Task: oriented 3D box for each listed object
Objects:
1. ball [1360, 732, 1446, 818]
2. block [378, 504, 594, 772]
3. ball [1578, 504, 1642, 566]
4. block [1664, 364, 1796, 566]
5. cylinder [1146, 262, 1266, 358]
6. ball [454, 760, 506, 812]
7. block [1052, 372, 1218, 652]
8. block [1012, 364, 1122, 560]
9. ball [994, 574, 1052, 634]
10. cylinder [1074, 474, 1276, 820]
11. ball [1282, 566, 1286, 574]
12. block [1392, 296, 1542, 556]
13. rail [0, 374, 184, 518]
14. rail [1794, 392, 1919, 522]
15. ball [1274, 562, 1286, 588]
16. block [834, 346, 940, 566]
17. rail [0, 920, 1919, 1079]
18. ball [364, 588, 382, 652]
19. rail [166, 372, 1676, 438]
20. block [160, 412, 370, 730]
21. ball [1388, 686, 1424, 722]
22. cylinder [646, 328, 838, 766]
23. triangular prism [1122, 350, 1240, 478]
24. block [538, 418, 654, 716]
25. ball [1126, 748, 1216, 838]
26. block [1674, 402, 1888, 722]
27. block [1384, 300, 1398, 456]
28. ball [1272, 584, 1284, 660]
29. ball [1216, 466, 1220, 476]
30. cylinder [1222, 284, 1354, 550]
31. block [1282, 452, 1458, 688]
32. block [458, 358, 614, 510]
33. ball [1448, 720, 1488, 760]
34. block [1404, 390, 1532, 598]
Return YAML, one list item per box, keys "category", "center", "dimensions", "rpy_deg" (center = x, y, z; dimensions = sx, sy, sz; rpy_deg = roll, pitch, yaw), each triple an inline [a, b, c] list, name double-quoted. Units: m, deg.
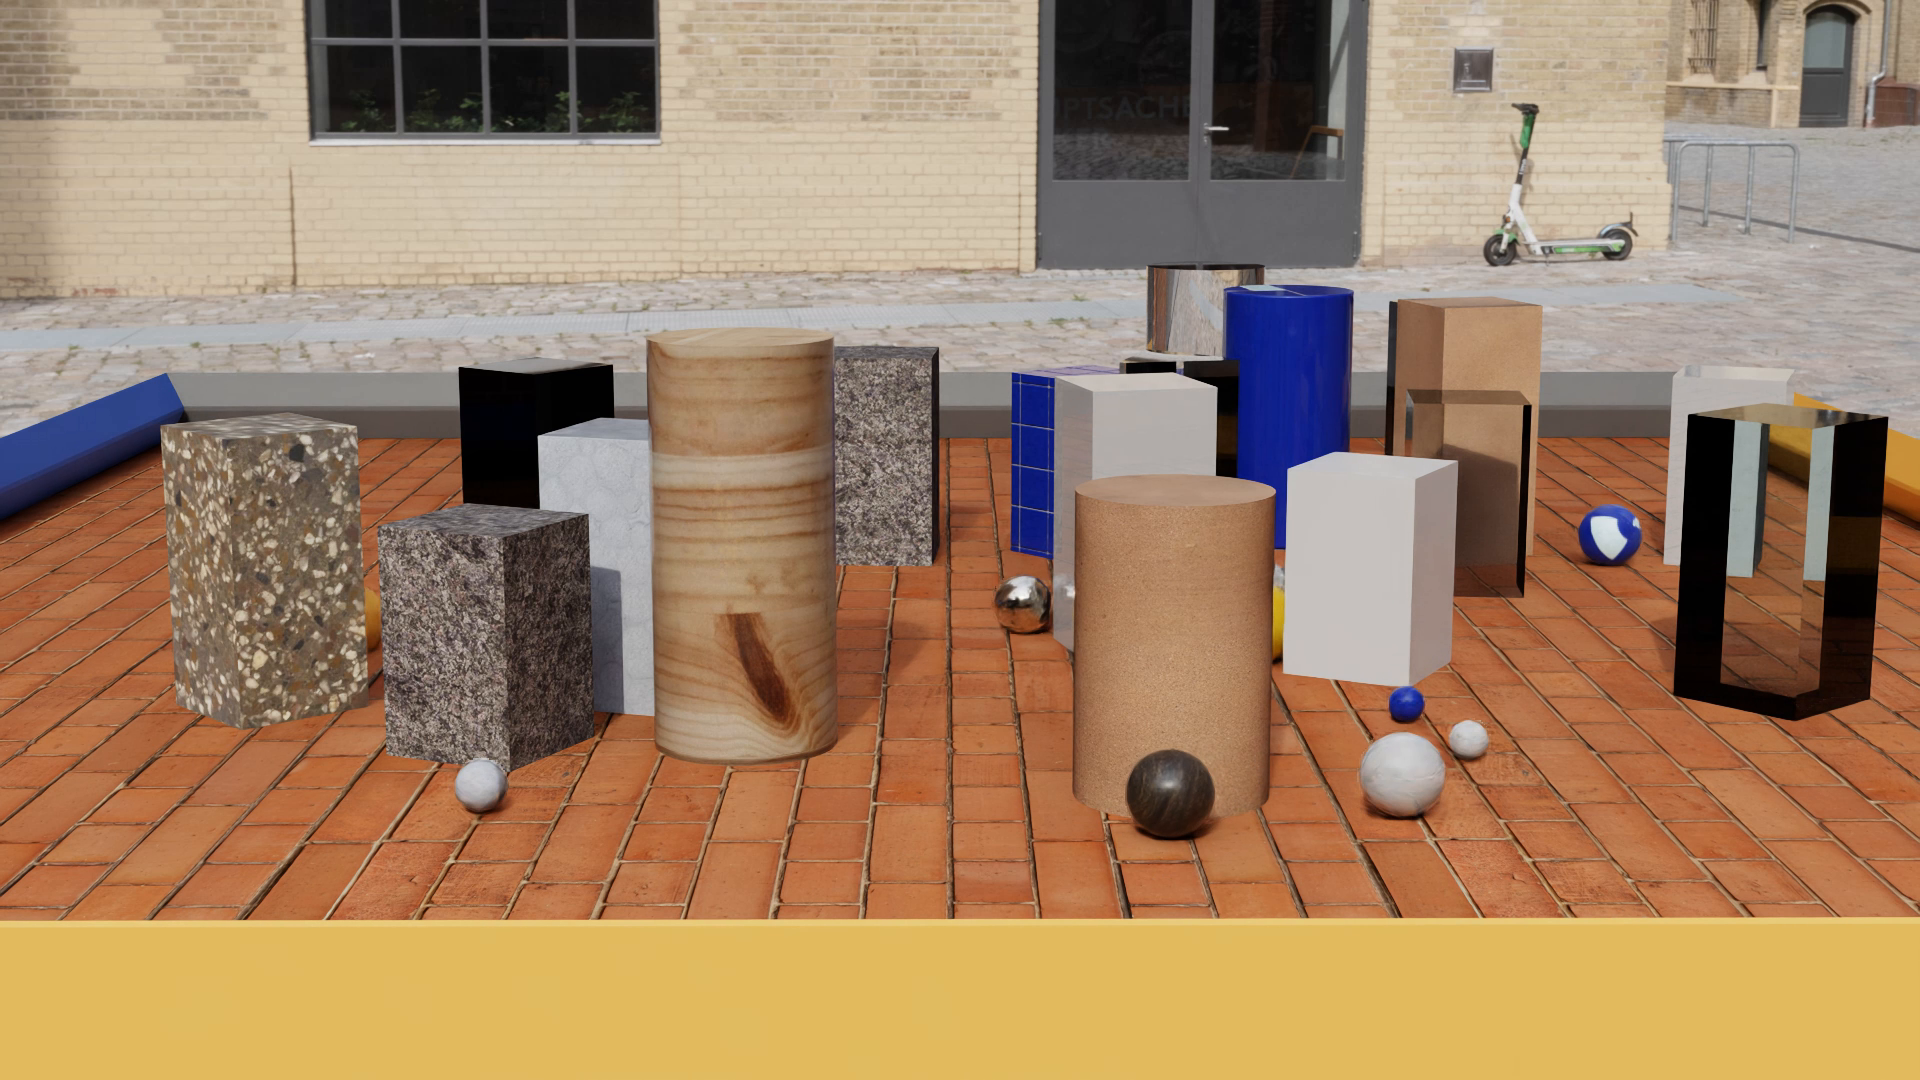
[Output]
- category: "ball"
  center: [0.434, 0.230, 2.516]
  dimensions: [0.084, 0.084, 0.084]
  rpy_deg: [0, 10, 0]
- category: "block"
  center: [-0.508, 0.101, 2.761]
  dimensions: [0.159, 0.249, 0.159]
  rpy_deg: [5, 12, 25]
- category: "ball"
  center: [0.959, -0.008, 3.780]
  dimensions: [0.092, 0.092, 0.092]
  rpy_deg: [0, 10, 0]
- category: "block"
  center: [1.144, -0.110, 3.813]
  dimensions: [0.159, 0.279, 0.159]
  rpy_deg: [4, 11, 22]
- category: "cylinder"
  center: [0.412, -0.266, 4.339]
  dimensions: [0.199, 0.395, 0.199]
  rpy_deg: [0, 10, 0]
- category: "ball"
  center: [-0.474, 0.243, 2.535]
  dimensions: [0.051, 0.051, 0.051]
  rpy_deg: [0, 10, 0]
- category: "block"
  center: [0.217, -0.030, 3.221]
  dimensions: [0.159, 0.339, 0.159]
  rpy_deg: [-3, 11, -15]
- category: "block"
  center: [0.190, -0.116, 3.869]
  dimensions: [0.159, 0.272, 0.159]
  rpy_deg: [-9, 14, -40]
- category: "ball"
  center: [0.082, 0.083, 3.330]
  dimensions: [0.076, 0.076, 0.076]
  rpy_deg: [0, 10, 0]
- category: "cylinder"
  center: [0.214, 0.103, 2.574]
  dimensions: [0.199, 0.312, 0.199]
  rpy_deg: [0, 10, 0]
- category: "ball"
  center: [0.455, 0.065, 3.454]
  dimensions: [0.068, 0.068, 0.068]
  rpy_deg: [0, 10, 0]
- category: "block"
  center: [0.764, -0.172, 3.884]
  dimensions: [0.159, 0.376, 0.159]
  rpy_deg: [-3, 11, -16]
- category: "rail"
  center: [-1.531, 0.035, 3.440]
  dimensions: [0.045, 0.129, 3.302]
  rpy_deg: [0, 10, 0]
- category: "rail"
  center: [1.531, 0.032, 3.457]
  dimensions: [0.045, 0.129, 3.302]
  rpy_deg: [0, 10, 0]
- category: "ball"
  center: [0.393, 0.065, 3.403]
  dimensions: [0.086, 0.086, 0.086]
  rpy_deg: [0, 10, 0]
- category: "block"
  center: [-0.116, -0.128, 3.835]
  dimensions: [0.159, 0.307, 0.159]
  rpy_deg: [1, 11, 4]
- category: "rail"
  center: [0.009, 0.329, 1.849]
  dimensions: [3.110, 0.129, 0.045]
  rpy_deg: [0, 10, 0]
- category: "ball"
  center: [-0.759, 0.100, 3.205]
  dimensions: [0.088, 0.088, 0.088]
  rpy_deg: [0, 10, 0]
- category: "rail"
  center: [-0.009, -0.263, 5.049]
  dimensions: [3.110, 0.129, 0.045]
  rpy_deg: [0, 10, 0]
- category: "block"
  center: [-0.793, 0.031, 2.928]
  dimensions: [0.159, 0.325, 0.159]
  rpy_deg: [-9, 14, -42]
- category: "ball"
  center: [0.501, 0.184, 2.880]
  dimensions: [0.041, 0.041, 0.041]
  rpy_deg: [0, 10, 0]
- category: "cylinder"
  center: [-0.233, 0.002, 2.759]
  dimensions: [0.199, 0.443, 0.199]
  rpy_deg: [0, 10, 0]
- category: "triangular prism"
  center: [0.288, -0.100, 3.640]
  dimensions: [0.172, 0.325, 0.149]
  rpy_deg: [-3, 11, -13]
- category: "block"
  center: [-0.376, 0.028, 2.973]
  dimensions: [0.159, 0.315, 0.159]
  rpy_deg: [3, 11, 18]
- category: "ball"
  center: [0.201, 0.242, 2.450]
  dimensions: [0.084, 0.084, 0.084]
  rpy_deg: [0, 10, 0]
- category: "block"
  center: [0.947, 0.021, 2.966]
  dimensions: [0.159, 0.332, 0.159]
  rpy_deg: [-9, 14, -40]
- category: "block"
  center: [0.815, -0.220, 4.240]
  dimensions: [0.159, 0.342, 0.159]
  rpy_deg: [-4, 11, -22]
- category: "ball"
  center: [0.374, 0.102, 3.172]
  dimensions: [0.097, 0.097, 0.097]
  rpy_deg: [0, 10, 0]
- category: "ball"
  center: [0.399, -0.071, 4.103]
  dimensions: [0.098, 0.098, 0.098]
  rpy_deg: [0, 10, 0]
- category: "cylinder"
  center: [0.503, -0.192, 3.965]
  dimensions: [0.199, 0.387, 0.199]
  rpy_deg: [0, 10, 0]
- category: "block"
  center: [0.500, 0.033, 3.122]
  dimensions: [0.159, 0.251, 0.159]
  rpy_deg: [6, 12, 28]
- category: "block"
  center: [-0.624, -0.114, 3.802]
  dimensions: [0.159, 0.291, 0.159]
  rpy_deg: [8, 13, 36]
- category: "ball"
  center: [0.540, 0.213, 2.724]
  dimensions: [0.042, 0.042, 0.042]
  rpy_deg: [0, 10, 0]
- category: "block"
  center: [0.711, -0.068, 3.616]
  dimensions: [0.159, 0.269, 0.159]
  rpy_deg: [1, 11, 6]
